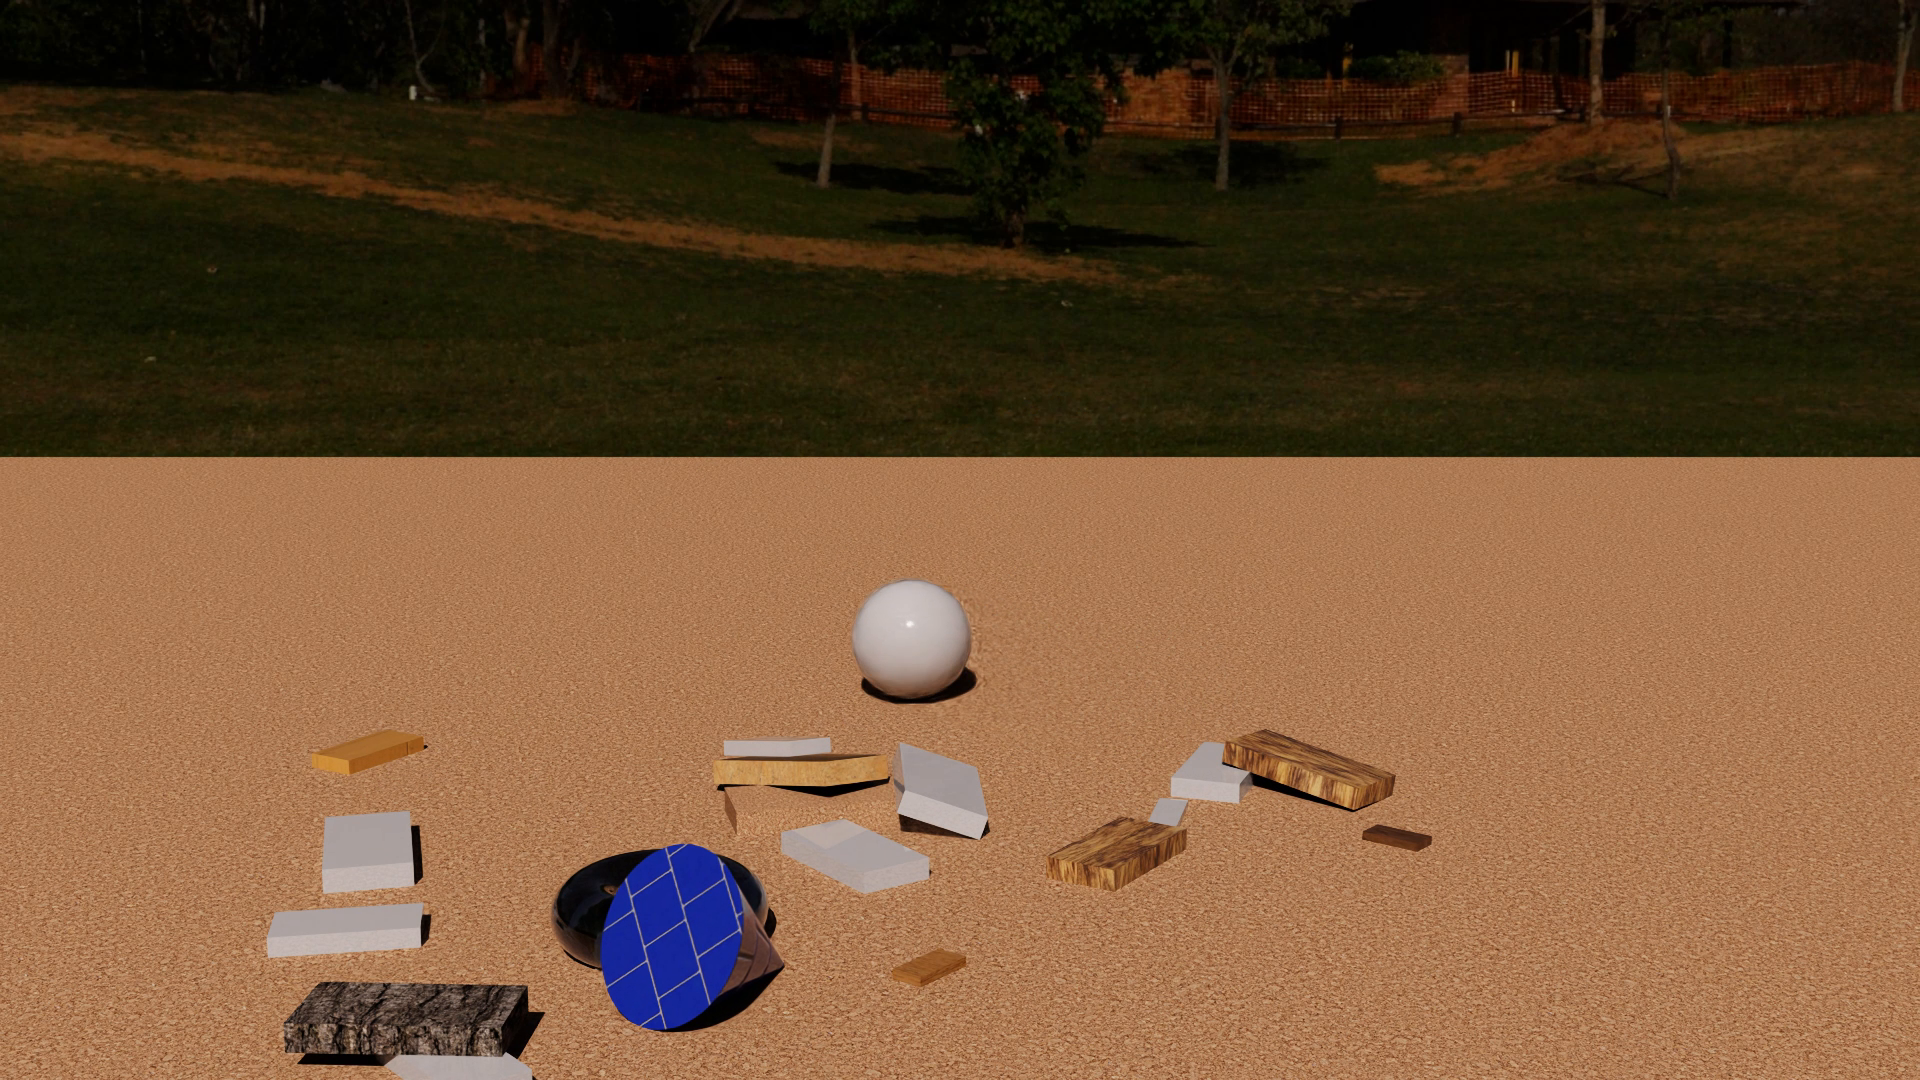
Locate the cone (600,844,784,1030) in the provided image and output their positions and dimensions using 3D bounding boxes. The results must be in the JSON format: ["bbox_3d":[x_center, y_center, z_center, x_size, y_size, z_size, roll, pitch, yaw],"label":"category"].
[{"bbox_3d":[-0.340,0.608,3.249,0.266,0.266,0.266,8,-13,38],"label":"cone"}]

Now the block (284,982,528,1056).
[{"bbox_3d":[-0.756,0.657,3.018,0.295,0.042,0.148,0,11,3],"label":"block"}]

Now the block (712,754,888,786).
[{"bbox_3d":[-0.305,0.435,4.172,0.316,0.045,0.158,-5,-3,44],"label":"block"}]

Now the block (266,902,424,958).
[{"bbox_3d":[-0.963,0.613,3.458,0.229,0.033,0.115,-2,11,-11],"label":"block"}]

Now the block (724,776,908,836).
[{"bbox_3d":[-0.268,0.492,4.076,0.316,0.045,0.158,-3,11,-14],"label":"block"}]

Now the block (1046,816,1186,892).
[{"bbox_3d":[0.274,0.543,3.819,0.133,0.038,0.265,7,12,32],"label":"block"}]

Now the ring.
[{"bbox_3d":[-0.469,0.577,3.437,0.339,0.113,0.339,0,12,0],"label":"ring"}]

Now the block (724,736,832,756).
[{"bbox_3d":[-0.360,0.406,4.320,0.103,0.029,0.206,-1,-3,-44],"label":"block"}]

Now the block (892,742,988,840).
[{"bbox_3d":[-0.040,0.464,4.089,0.158,0.045,0.316,19,9,-7],"label":"block"}]

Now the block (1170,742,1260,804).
[{"bbox_3d":[0.511,0.453,4.303,0.133,0.038,0.266,4,11,20],"label":"block"}]

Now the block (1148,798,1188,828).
[{"bbox_3d":[0.383,0.510,4.059,0.054,0.015,0.166,2,11,13],"label":"block"}]

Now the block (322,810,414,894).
[{"bbox_3d":[-1.029,0.540,3.824,0.148,0.042,0.295,-3,11,-15],"label":"block"}]

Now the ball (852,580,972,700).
[{"bbox_3d":[-0.108,0.222,4.912,0.269,0.269,0.269,0,11,0],"label":"ball"}]

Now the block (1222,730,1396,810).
[{"bbox_3d":[0.671,0.440,4.238,0.295,0.042,0.148,18,17,37],"label":"block"}]

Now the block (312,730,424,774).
[{"bbox_3d":[-1.199,0.429,4.457,0.103,0.029,0.206,6,12,30],"label":"block"}]

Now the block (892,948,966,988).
[{"bbox_3d":[-0.046,0.646,3.323,0.054,0.015,0.109,8,13,38],"label":"block"}]

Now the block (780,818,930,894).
[{"bbox_3d":[-0.184,0.545,3.807,0.133,0.038,0.266,-8,13,-35],"label":"block"}]

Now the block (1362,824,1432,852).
[{"bbox_3d":[0.782,0.533,3.934,0.109,0.015,0.054,8,13,38],"label":"block"}]

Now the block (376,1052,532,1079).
[{"bbox_3d":[-0.683,0.705,2.958,0.115,0.033,0.229,-9,14,-39],"label":"block"}]
